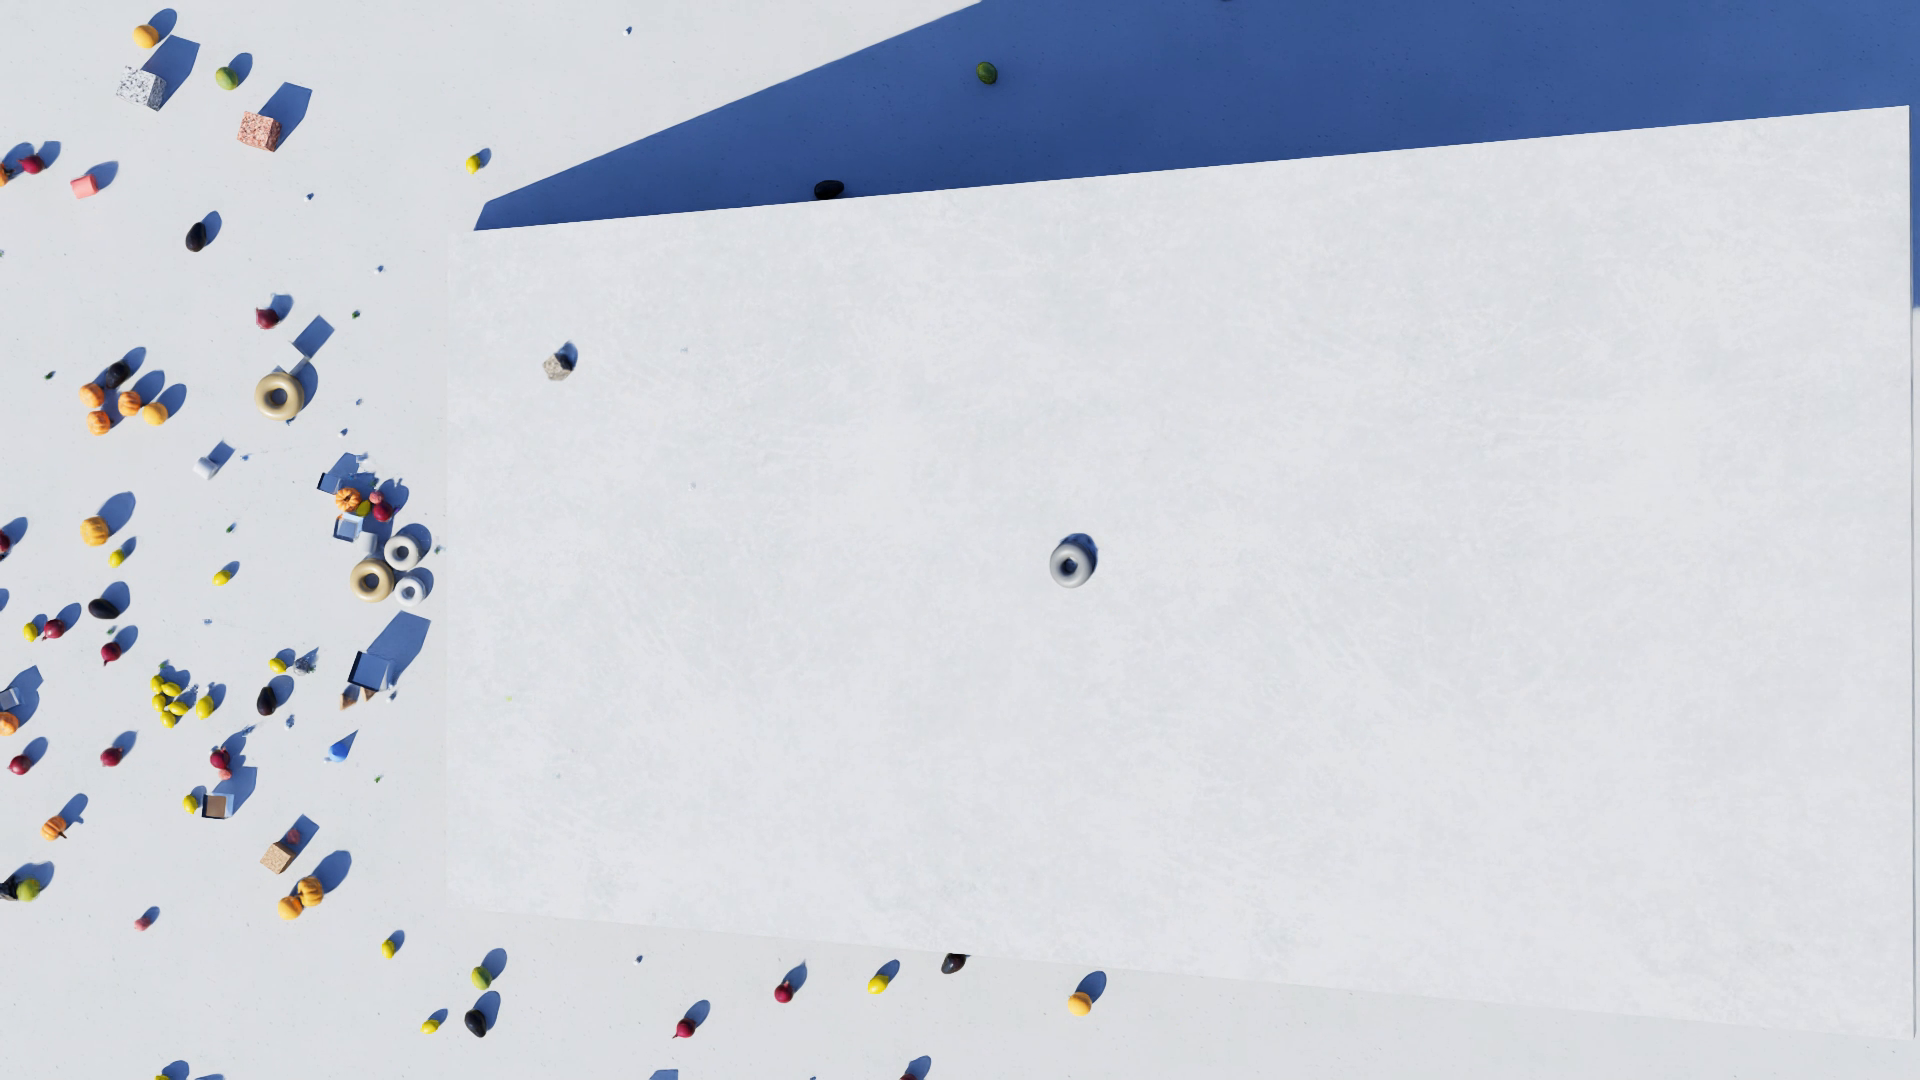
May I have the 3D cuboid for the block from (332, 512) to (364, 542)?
[{"bbox_3d":[-1.831,-0.037,6.582,0.063,0.063,0.063,15,107,0],"label":"block"}]

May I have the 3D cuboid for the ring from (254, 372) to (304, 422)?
[{"bbox_3d":[-2.042,-0.431,6.601,0.149,0.050,0.149,0,90,-1],"label":"ring"}]

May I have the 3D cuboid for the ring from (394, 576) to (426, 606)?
[{"bbox_3d":[-1.651,0.154,6.604,0.093,0.031,0.093,0,91,0],"label":"ring"}]

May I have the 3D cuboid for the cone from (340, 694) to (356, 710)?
[{"bbox_3d":[-1.834,0.486,6.604,0.051,0.051,0.051,0,89,-28],"label":"cone"}]

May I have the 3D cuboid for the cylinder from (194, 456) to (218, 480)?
[{"bbox_3d":[-2.262,-0.216,6.597,0.052,0.052,0.052,36,90,0],"label":"cylinder"}]

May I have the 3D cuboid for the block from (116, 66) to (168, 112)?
[{"bbox_3d":[-2.451,-1.352,6.587,0.096,0.096,0.096,18,89,0],"label":"block"}]

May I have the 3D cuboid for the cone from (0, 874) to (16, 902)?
[{"bbox_3d":[-2.852,1.034,6.593,0.075,0.075,0.075,14,63,0],"label":"cone"}]

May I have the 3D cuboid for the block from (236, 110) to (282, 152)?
[{"bbox_3d":[-2.099,-1.223,6.590,0.088,0.088,0.088,16,89,0],"label":"block"}]

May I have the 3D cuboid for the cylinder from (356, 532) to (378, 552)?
[{"bbox_3d":[-1.776,0.006,6.592,0.057,0.057,0.057,9,89,0],"label":"cylinder"}]

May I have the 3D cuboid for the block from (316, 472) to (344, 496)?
[{"bbox_3d":[-1.889,-0.169,6.596,0.054,0.054,0.054,20,89,0],"label":"block"}]

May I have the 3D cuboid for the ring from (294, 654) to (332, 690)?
[{"bbox_3d":[-1.945,0.395,6.603,0.112,0.037,0.112,0,96,-3],"label":"ring"}]

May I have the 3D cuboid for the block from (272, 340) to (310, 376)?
[{"bbox_3d":[-2.004,-0.546,6.591,0.071,0.071,0.071,43,90,0],"label":"block"}]

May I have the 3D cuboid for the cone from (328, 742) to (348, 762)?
[{"bbox_3d":[-1.870,0.639,6.584,0.060,0.060,0.060,0,89,0],"label":"cone"}]

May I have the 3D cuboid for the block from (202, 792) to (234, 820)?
[{"bbox_3d":[-2.221,0.796,6.578,0.069,0.069,0.069,6,89,0],"label":"block"}]

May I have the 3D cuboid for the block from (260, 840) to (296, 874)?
[{"bbox_3d":[-2.039,0.950,6.577,0.067,0.067,0.067,35,89,0],"label":"block"}]

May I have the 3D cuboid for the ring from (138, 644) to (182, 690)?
[{"bbox_3d":[-2.404,0.382,6.603,0.135,0.045,0.135,0,93,4],"label":"ring"}]

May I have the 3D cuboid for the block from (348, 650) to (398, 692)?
[{"bbox_3d":[-1.755,0.391,6.567,0.098,0.098,0.098,19,89,0],"label":"block"}]

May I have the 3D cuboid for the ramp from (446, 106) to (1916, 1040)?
[{"bbox_3d":[0.278,0.079,5.662,4.000,0.100,2.000,0,89,27],"label":"ramp"}]

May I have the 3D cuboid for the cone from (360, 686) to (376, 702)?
[{"bbox_3d":[-1.766,0.455,6.604,0.052,0.052,0.052,-16,89,-27],"label":"cone"}]

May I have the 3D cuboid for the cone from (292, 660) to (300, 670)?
[{"bbox_3d":[-1.982,0.382,6.590,0.054,0.054,0.054,0,89,0],"label":"cone"}]

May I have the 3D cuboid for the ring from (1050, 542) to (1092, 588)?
[{"bbox_3d":[0.282,0.063,5.582,0.120,0.040,0.120,-1,88,28],"label":"ring"}]

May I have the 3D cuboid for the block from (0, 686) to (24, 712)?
[{"bbox_3d":[-2.850,0.478,6.588,0.056,0.056,0.056,-25,89,0],"label":"block"}]

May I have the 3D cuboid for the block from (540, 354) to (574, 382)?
[{"bbox_3d":[-1.156,-0.495,6.317,0.055,0.055,0.055,-37,74,22],"label":"block"}]

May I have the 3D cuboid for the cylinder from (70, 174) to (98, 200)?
[{"bbox_3d":[-2.627,-1.060,6.603,0.058,0.058,0.058,-16,89,0],"label":"cylinder"}]
